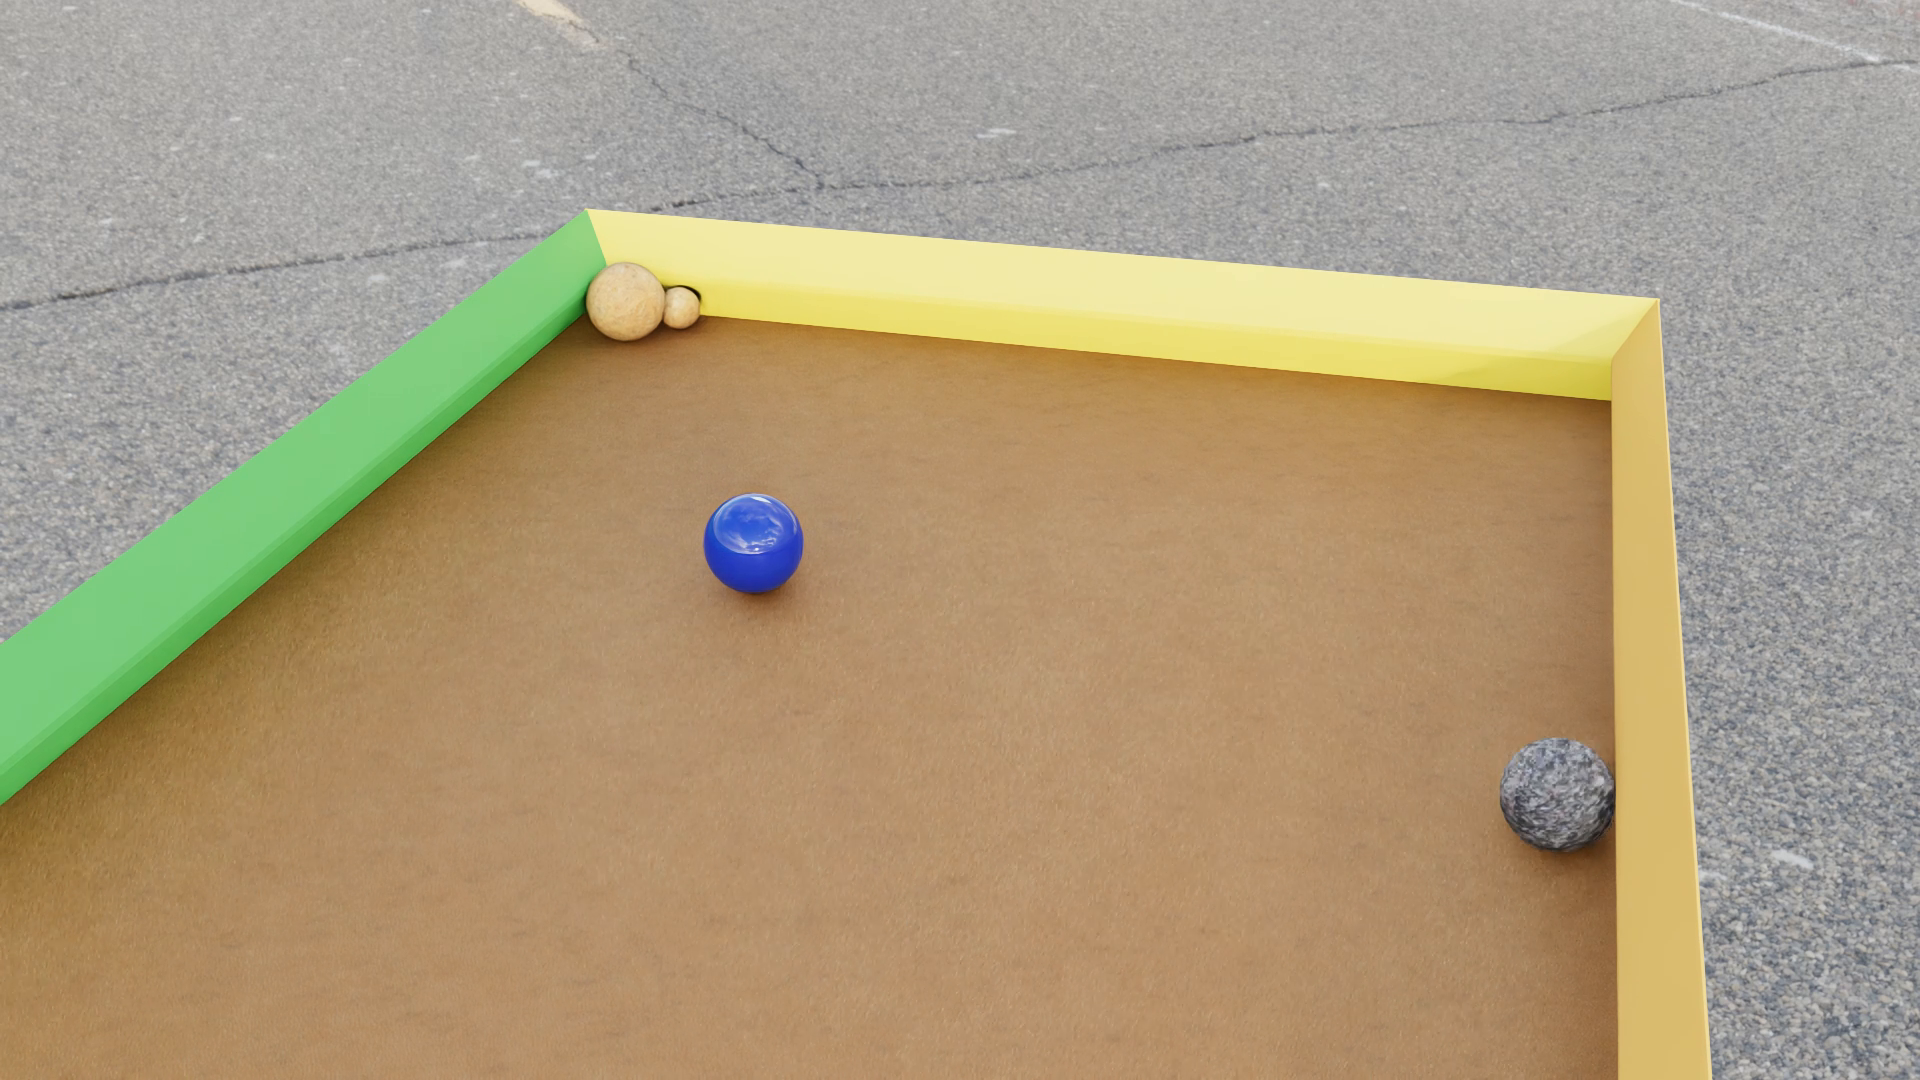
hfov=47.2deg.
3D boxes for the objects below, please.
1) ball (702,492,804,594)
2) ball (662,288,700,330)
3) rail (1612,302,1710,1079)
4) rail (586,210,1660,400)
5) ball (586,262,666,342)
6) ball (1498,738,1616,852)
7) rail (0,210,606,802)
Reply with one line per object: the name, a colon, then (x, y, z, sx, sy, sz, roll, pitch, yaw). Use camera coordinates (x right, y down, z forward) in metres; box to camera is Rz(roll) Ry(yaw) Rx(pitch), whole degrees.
ball: (-0.203, 0.003, 2.158, 0.099, 0.099, 0.099, 0, 26, 0)
ball: (-0.359, -0.297, 2.817, 0.054, 0.054, 0.054, 0, 26, 0)
rail: (0.462, 0.326, 1.467, 0.045, 0.129, 2.569, 7, 27, 13)
rail: (0.157, -0.286, 2.707, 1.339, 0.129, 0.045, 7, 27, 13)
ball: (-0.421, -0.300, 2.772, 0.100, 0.100, 0.100, 0, 26, 0)
ball: (0.478, 0.204, 1.761, 0.091, 0.091, 0.091, 0, 26, 0)
rail: (-0.787, 0.182, 1.760, 0.045, 0.129, 2.569, 7, 27, 13)
